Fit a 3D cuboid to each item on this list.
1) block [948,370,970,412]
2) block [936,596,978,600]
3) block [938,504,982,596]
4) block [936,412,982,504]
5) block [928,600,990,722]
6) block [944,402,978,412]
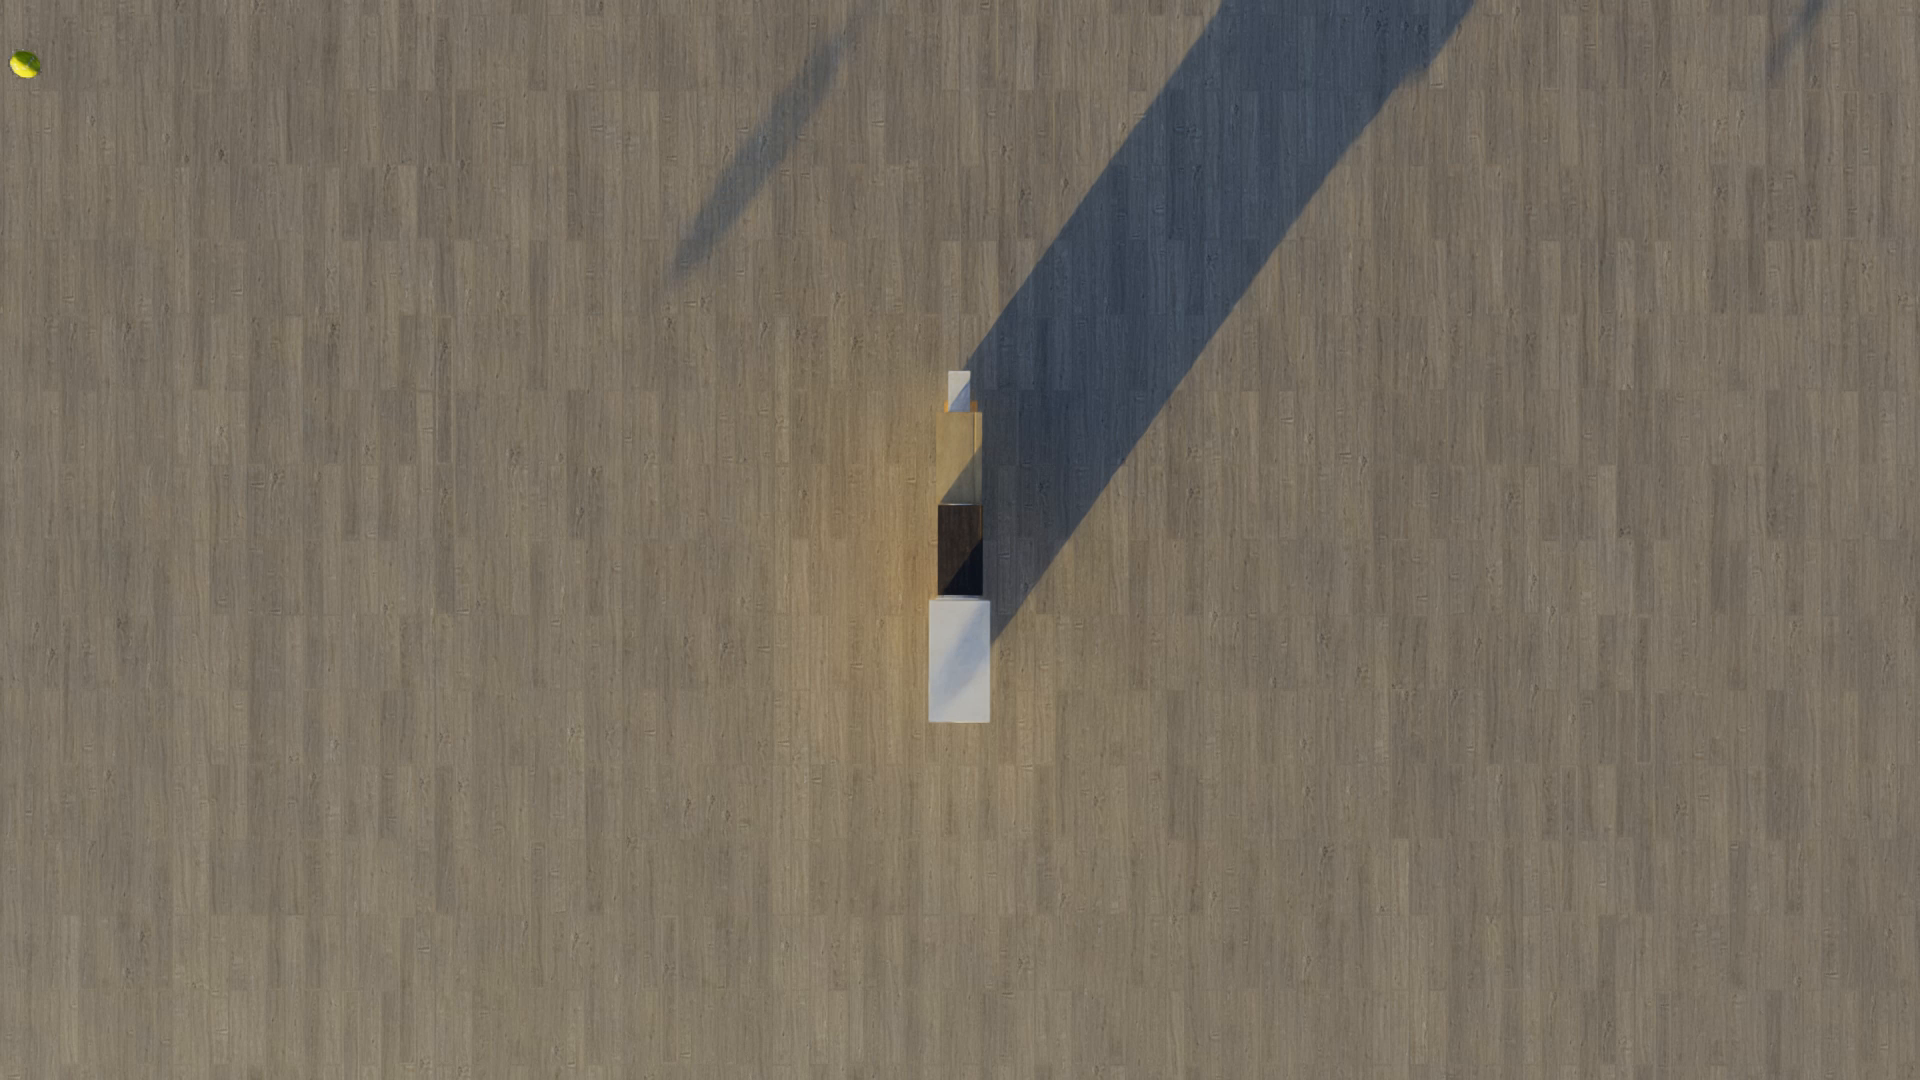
[{"bbox_3d":[-0.002,-0.456,5.116,0.068,0.019,0.135,0,90,0],"label":"block"},{"bbox_3d":[-0.008,0.309,5.212,0.134,0.038,0.268,0,90,0],"label":"block"},{"bbox_3d":[0.001,0.030,4.931,0.135,0.038,0.269,0,90,0],"label":"block"},{"bbox_3d":[-0.003,-0.247,4.967,0.137,0.039,0.275,0,90,0],"label":"block"},{"bbox_3d":[-0.002,0.352,4.813,0.177,0.050,0.354,0,90,0],"label":"block"},{"bbox_3d":[0.003,-0.337,5.275,0.105,0.030,0.210,0,90,0],"label":"block"}]
